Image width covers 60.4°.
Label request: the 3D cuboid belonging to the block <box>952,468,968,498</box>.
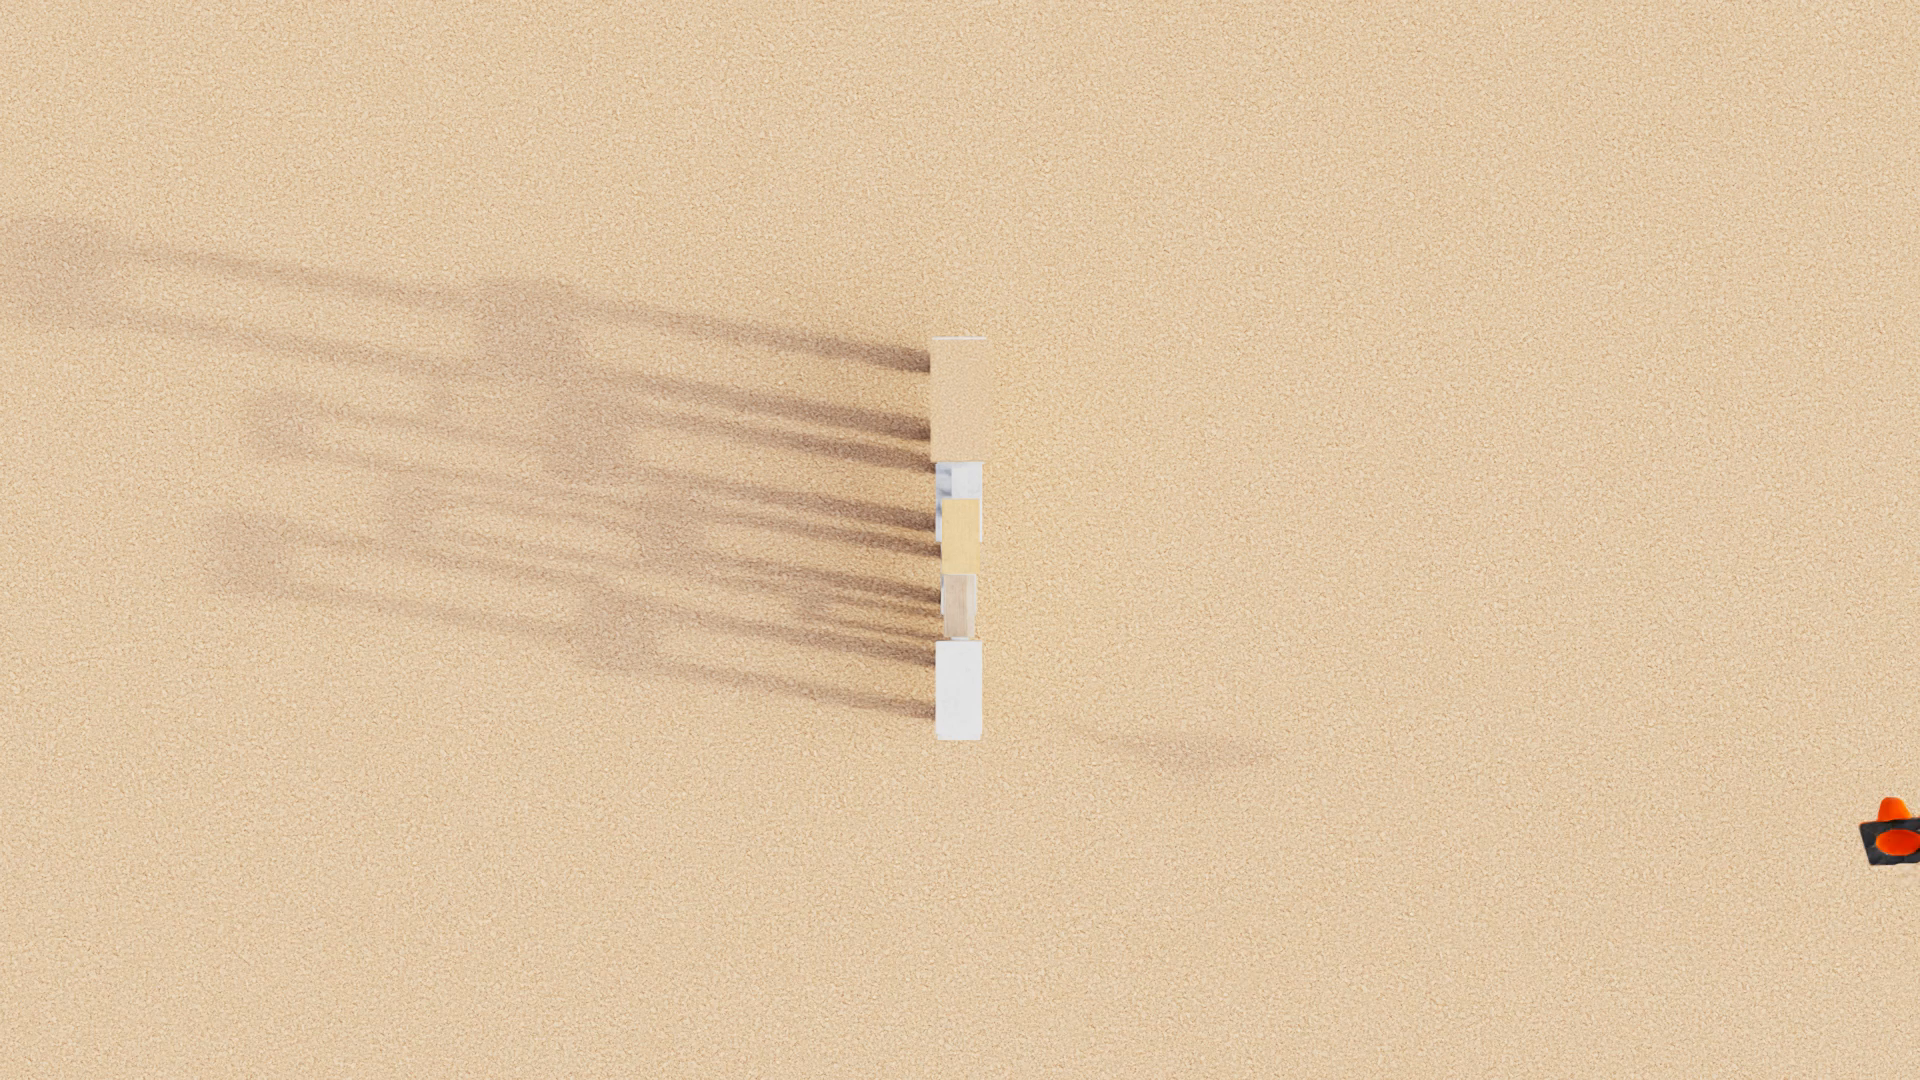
[{"bbox_3d":[-0.002,-0.175,5.064,0.048,0.014,0.095,0,90,0],"label":"block"}]

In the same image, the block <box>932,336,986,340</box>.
[{"bbox_3d":[-0.004,-0.461,5.139,0.169,0.048,0.338,0,90,0],"label":"block"}]

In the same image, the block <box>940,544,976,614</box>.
[{"bbox_3d":[-0.004,0.123,5.257,0.113,0.032,0.227,0,90,0],"label":"block"}]

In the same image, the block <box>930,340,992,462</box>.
[{"bbox_3d":[0.002,-0.400,4.743,0.174,0.049,0.347,0,90,0],"label":"block"}]

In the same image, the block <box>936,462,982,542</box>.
[{"bbox_3d":[-0.003,-0.141,5.187,0.146,0.041,0.292,0,90,0],"label":"block"}]

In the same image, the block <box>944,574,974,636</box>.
[{"bbox_3d":[-0.003,0.201,5.039,0.095,0.027,0.189,0,90,0],"label":"block"}]

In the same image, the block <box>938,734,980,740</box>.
[{"bbox_3d":[-0.004,0.497,5.215,0.133,0.038,0.266,0,90,0],"label":"block"}]

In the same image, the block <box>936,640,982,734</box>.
[{"bbox_3d":[-0.003,0.437,4.902,0.137,0.039,0.274,0,90,0],"label":"block"}]

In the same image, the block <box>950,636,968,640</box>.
[{"bbox_3d":[0.000,0.300,5.375,0.058,0.017,0.117,0,90,0],"label":"block"}]

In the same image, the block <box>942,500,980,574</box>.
[{"bbox_3d":[0.002,-0.010,4.927,0.112,0.032,0.223,0,90,0],"label":"block"}]
